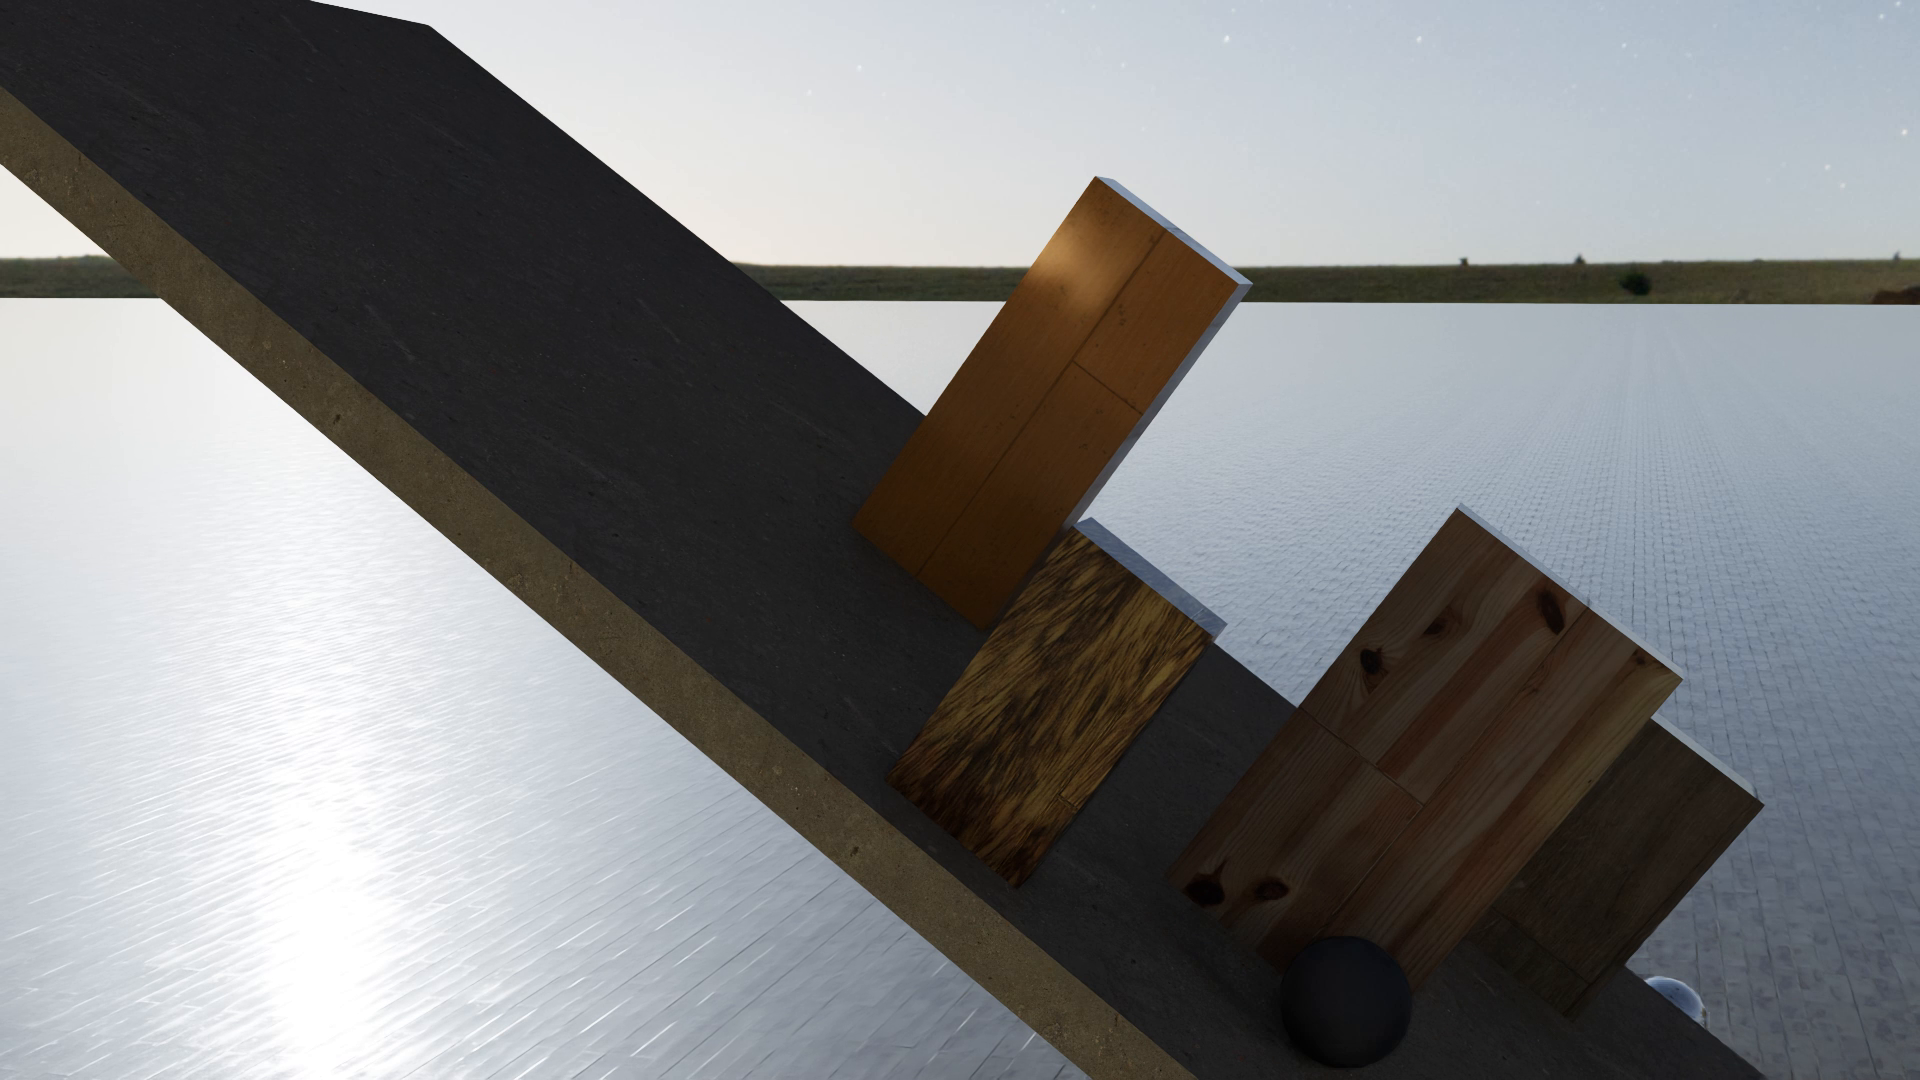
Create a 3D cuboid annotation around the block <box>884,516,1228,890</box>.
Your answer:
[{"bbox_3d":[0.135,0.232,3.142,0.247,0.469,0.113,39,16,10],"label":"block"}]

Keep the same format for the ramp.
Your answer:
[{"bbox_3d":[-0.068,0.131,4.071,4.000,0.100,2.000,39,16,10],"label":"ramp"}]

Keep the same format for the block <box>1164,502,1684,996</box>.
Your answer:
[{"bbox_3d":[0.710,0.368,3.427,0.415,0.754,0.084,39,16,10],"label":"block"}]

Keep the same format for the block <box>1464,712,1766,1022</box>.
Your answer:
[{"bbox_3d":[1.166,0.561,4.197,0.443,0.554,0.104,39,16,10],"label":"block"}]

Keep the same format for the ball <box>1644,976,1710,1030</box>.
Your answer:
[{"bbox_3d":[1.638,1.122,5.125,0.204,0.204,0.204,0,7,0],"label":"ball"}]

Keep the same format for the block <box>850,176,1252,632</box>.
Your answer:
[{"bbox_3d":[0.161,-0.244,4.001,0.319,0.781,0.145,39,16,10],"label":"block"}]

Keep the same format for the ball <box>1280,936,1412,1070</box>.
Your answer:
[{"bbox_3d":[0.571,0.684,3.258,0.194,0.194,0.194,0,7,0],"label":"ball"}]
